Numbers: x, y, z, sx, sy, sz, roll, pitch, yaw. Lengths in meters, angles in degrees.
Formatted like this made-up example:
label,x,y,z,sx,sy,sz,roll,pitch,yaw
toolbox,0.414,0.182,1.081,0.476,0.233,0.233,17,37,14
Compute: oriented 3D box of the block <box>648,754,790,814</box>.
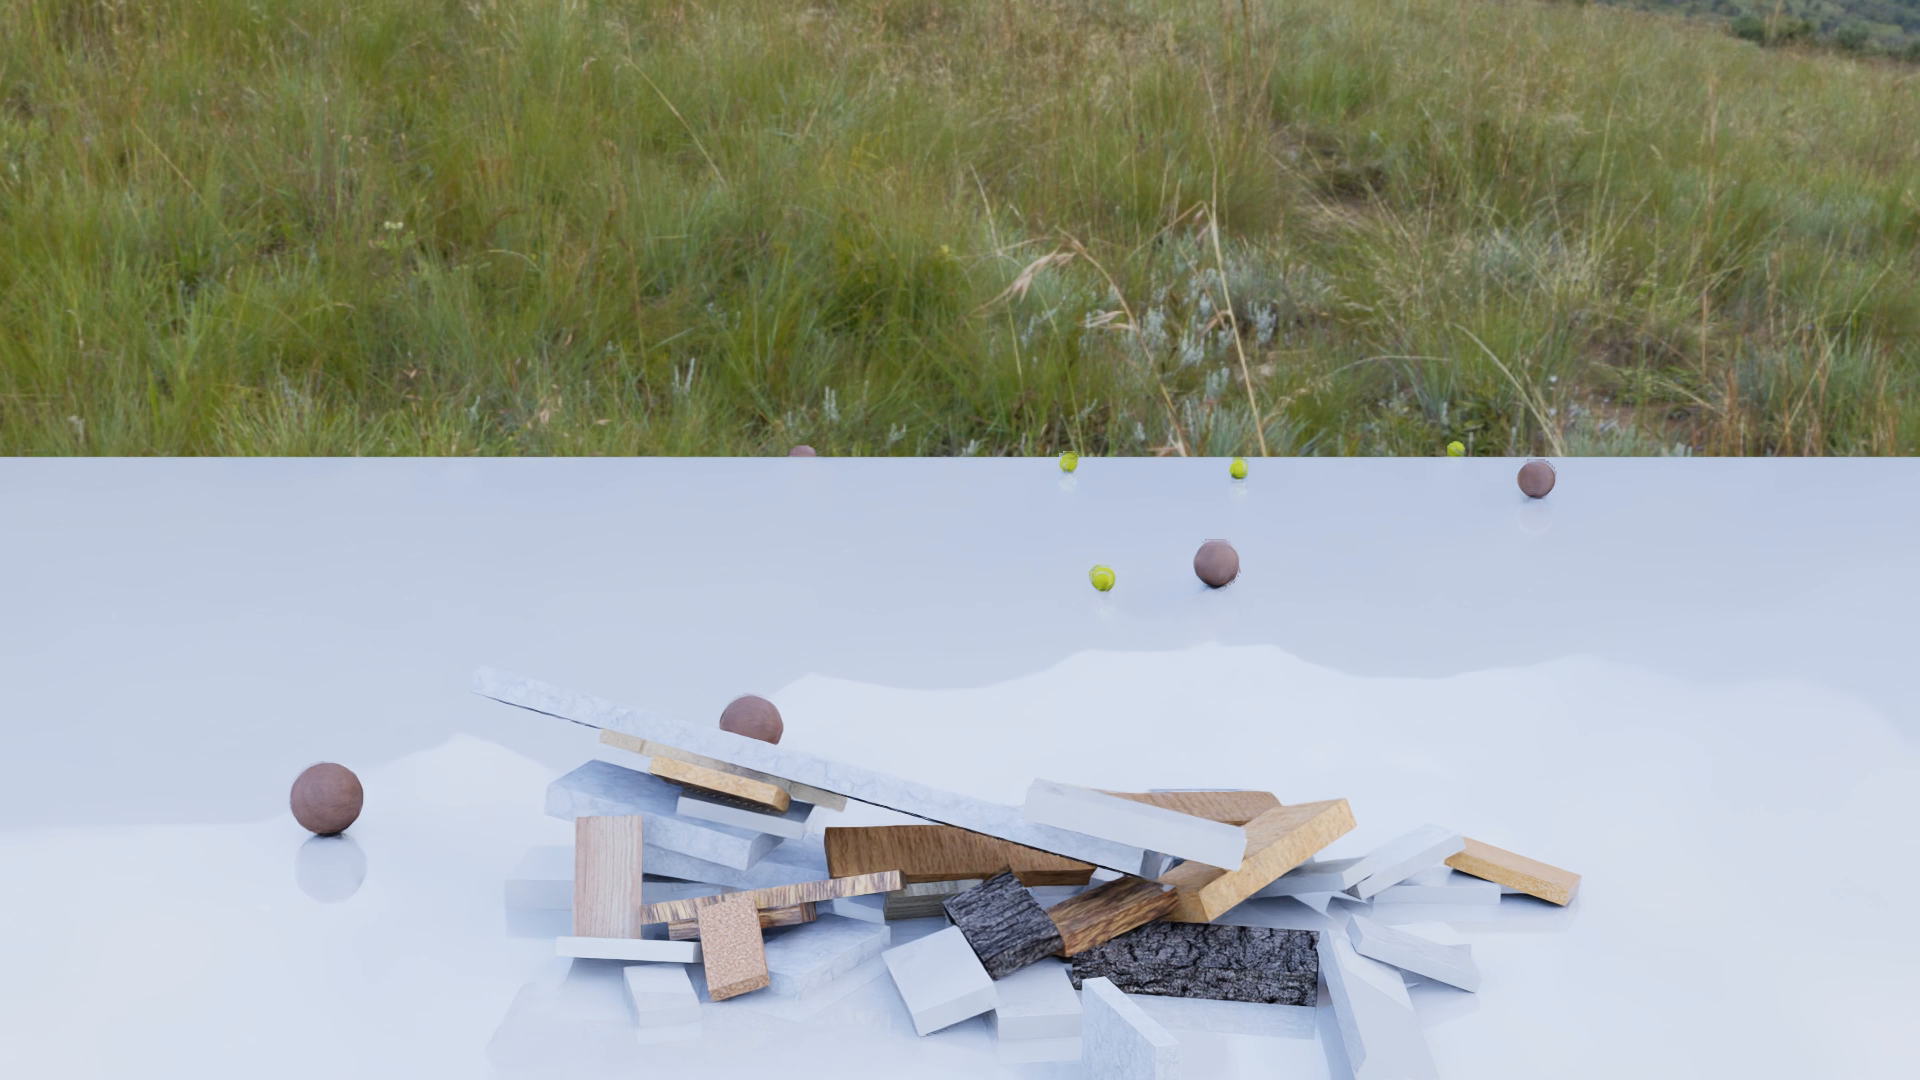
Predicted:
label,x,y,z,sx,sy,sz,roll,pitch,yaw
block,-0.385,0.392,3.531,0.210,0.030,0.105,13,-13,11

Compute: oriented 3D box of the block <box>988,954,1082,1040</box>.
label,x,y,z,sx,sy,sz,roll,pitch,yaw
block,0.099,0.660,3.199,0.123,0.035,0.246,-1,11,-7

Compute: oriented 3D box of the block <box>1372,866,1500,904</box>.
label,x,y,z,sx,sy,sz,roll,pitch,yaw
block,0.788,0.575,3.669,0.206,0.029,0.103,1,11,3

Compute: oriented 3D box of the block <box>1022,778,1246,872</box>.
label,x,y,z,sx,sy,sz,roll,pitch,yaw
block,0.270,0.438,3.399,0.338,0.048,0.169,13,0,6

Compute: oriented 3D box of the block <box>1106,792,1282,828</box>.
label,x,y,z,sx,sy,sz,roll,pitch,yaw
block,0.377,0.484,3.791,0.363,0.050,0.178,0,9,-5

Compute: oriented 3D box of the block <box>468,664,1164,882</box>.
label,x,y,z,sx,sy,sz,roll,pitch,yaw
block,-0.251,0.379,3.615,1.184,0.048,0.169,13,-9,17

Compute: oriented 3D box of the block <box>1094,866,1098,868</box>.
label,x,y,z,sx,sy,sz,roll,pitch,yaw
block,0.203,0.548,3.818,0.101,0.029,0.202,-3,11,-14

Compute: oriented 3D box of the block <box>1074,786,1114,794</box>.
label,x,y,z,sx,sy,sz,roll,pitch,yaw
block,0.233,0.489,3.999,0.117,0.033,0.234,-19,13,-41

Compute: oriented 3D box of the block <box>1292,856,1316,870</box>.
label,x,y,z,sx,sy,sz,roll,pitch,yaw
block,0.484,0.542,3.660,0.198,0.028,0.099,-19,7,-1

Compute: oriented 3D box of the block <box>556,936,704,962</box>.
label,x,y,z,sx,sy,sz,roll,pitch,yaw
block,-0.495,0.620,3.330,0.210,0.030,0.105,1,-10,7

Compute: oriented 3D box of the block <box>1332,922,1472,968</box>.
label,x,y,z,sx,sy,sz,roll,pitch,yaw
block,0.675,0.627,3.395,0.198,0.028,0.099,-2,11,-13

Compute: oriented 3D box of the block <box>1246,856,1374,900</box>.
label,x,y,z,sx,sy,sz,roll,pitch,yaw
block,0.569,0.556,3.618,0.198,0.028,0.099,-13,1,38

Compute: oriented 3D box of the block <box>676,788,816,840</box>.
label,x,y,z,sx,sy,sz,roll,pitch,yaw
block,-0.349,0.439,3.592,0.209,0.030,0.104,12,11,3

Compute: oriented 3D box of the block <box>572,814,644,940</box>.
label,x,y,z,sx,sy,sz,roll,pitch,yaw
block,-0.554,0.537,3.464,0.105,0.210,0.030,-1,-30,-6

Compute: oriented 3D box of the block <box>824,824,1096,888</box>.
label,x,y,z,sx,sy,sz,roll,pitch,yaw
block,-0.002,0.519,3.608,0.431,0.034,0.121,0,33,-11

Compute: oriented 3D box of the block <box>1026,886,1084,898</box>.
label,x,y,z,sx,sy,sz,roll,pitch,yaw
block,0.095,0.536,3.654,0.229,0.022,0.077,32,38,33

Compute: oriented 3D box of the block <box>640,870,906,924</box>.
label,x,y,z,sx,sy,sz,roll,pitch,yaw
block,-0.291,0.560,3.449,0.407,0.030,0.104,-8,-9,2

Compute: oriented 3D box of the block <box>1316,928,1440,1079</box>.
label,x,y,z,sx,sy,sz,roll,pitch,yaw
block,0.580,0.662,3.058,0.117,0.033,0.464,27,11,-2

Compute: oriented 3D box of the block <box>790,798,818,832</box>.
label,x,y,z,sx,sy,sz,roll,pitch,yaw
block,-0.350,0.505,3.994,0.169,0.048,0.337,0,11,0

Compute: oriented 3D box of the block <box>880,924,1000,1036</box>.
label,x,y,z,sx,sy,sz,roll,pitch,yaw
block,-0.031,0.640,3.208,0.123,0.035,0.246,-19,13,-9

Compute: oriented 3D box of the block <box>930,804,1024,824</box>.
label,x,y,z,sx,sy,sz,roll,pitch,yaw
block,0.067,0.508,3.918,0.241,0.034,0.121,-6,8,18

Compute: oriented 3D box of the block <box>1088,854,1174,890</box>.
label,x,y,z,sx,sy,sz,roll,pitch,yaw
block,0.285,0.554,3.646,0.101,0.029,0.202,12,12,14

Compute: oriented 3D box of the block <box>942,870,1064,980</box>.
label,x,y,z,sx,sy,sz,roll,pitch,yaw
block,0.062,0.578,3.312,0.118,0.034,0.237,-24,18,-10

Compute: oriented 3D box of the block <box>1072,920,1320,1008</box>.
label,x,y,z,sx,sy,sz,roll,pitch,yaw
block,0.358,0.632,3.307,0.356,0.050,0.178,2,11,10

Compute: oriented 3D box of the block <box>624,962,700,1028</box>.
label,x,y,z,sx,sy,sz,roll,pitch,yaw
block,-0.436,0.663,3.210,0.087,0.025,0.175,-3,11,-16

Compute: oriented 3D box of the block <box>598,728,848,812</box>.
label,x,y,z,sx,sy,sz,roll,pitch,yaw
block,-0.389,0.379,3.621,0.414,0.025,0.087,16,-8,-3

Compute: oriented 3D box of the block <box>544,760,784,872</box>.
label,x,y,z,sx,sy,sz,roll,pitch,yaw
block,-0.482,0.450,3.620,0.357,0.051,0.179,14,11,13

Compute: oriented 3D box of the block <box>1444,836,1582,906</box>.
label,x,y,z,sx,sy,sz,roll,pitch,yaw
block,0.923,0.551,3.671,0.206,0.029,0.103,17,12,25

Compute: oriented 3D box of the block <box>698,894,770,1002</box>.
label,x,y,z,sx,sy,sz,roll,pitch,yaw
block,-0.338,0.606,3.277,0.087,0.025,0.175,-16,35,-2

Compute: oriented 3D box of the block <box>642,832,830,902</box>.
label,x,y,z,sx,sy,sz,roll,pitch,yaw
block,-0.387,0.516,3.643,0.357,0.051,0.179,10,11,-5

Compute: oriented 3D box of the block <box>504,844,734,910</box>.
label,x,y,z,sx,sy,sz,roll,pitch,yaw
block,-0.560,0.564,3.670,0.357,0.051,0.179,1,11,4

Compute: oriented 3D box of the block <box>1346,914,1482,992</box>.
label,x,y,z,sx,sy,sz,roll,pitch,yaw
block,0.676,0.616,3.282,0.190,0.027,0.095,19,10,-4

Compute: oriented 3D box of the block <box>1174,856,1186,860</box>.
label,x,y,z,sx,sy,sz,roll,pitch,yaw
block,0.335,0.522,3.807,0.190,0.027,0.095,2,11,13

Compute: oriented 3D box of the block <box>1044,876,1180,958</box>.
label,x,y,z,sx,sy,sz,roll,pitch,yaw
block,0.209,0.575,3.366,0.237,0.034,0.118,-16,11,-37

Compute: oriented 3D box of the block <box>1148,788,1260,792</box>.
label,x,y,z,sx,sy,sz,roll,pitch,yaw
block,0.456,0.478,4.087,0.190,0.027,0.095,3,-4,-20

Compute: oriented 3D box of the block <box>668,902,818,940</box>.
label,x,y,z,sx,sy,sz,roll,pitch,yaw
block,-0.335,0.589,3.404,0.209,0.030,0.104,-9,-9,8

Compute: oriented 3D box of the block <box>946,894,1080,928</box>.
label,x,y,z,sx,sy,sz,roll,pitch,yaw
block,0.105,0.605,3.492,0.241,0.034,0.121,-2,11,-9

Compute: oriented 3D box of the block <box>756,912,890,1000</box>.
label,x,y,z,sx,sy,sz,roll,pitch,yaw
block,-0.224,0.631,3.350,0.123,0.035,0.247,6,12,30

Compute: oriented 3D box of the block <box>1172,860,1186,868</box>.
label,x,y,z,sx,sy,sz,roll,pitch,yaw
block,0.376,0.547,3.820,0.202,0.029,0.101,1,11,3

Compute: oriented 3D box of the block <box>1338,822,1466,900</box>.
label,x,y,z,sx,sy,sz,roll,pitch,yaw
block,0.724,0.533,3.653,0.206,0.029,0.103,-23,9,-16

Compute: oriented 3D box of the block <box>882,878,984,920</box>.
label,x,y,z,sx,sy,sz,roll,pitch,yaw
block,-0.043,0.578,3.537,0.154,0.077,0.022,-2,54,-12

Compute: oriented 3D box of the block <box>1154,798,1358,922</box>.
label,x,y,z,sx,sy,sz,roll,pitch,yaw
block,0.455,0.518,3.537,0.356,0.050,0.178,-24,3,-36

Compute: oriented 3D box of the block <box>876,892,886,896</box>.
label,x,y,z,sx,sy,sz,roll,pitch,yaw
block,-0.095,0.563,3.743,0.092,0.026,0.184,8,13,38

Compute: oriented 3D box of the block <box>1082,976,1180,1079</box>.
label,x,y,z,sx,sy,sz,roll,pitch,yaw
block,0.222,0.674,2.891,0.034,0.118,0.237,-4,11,-19
